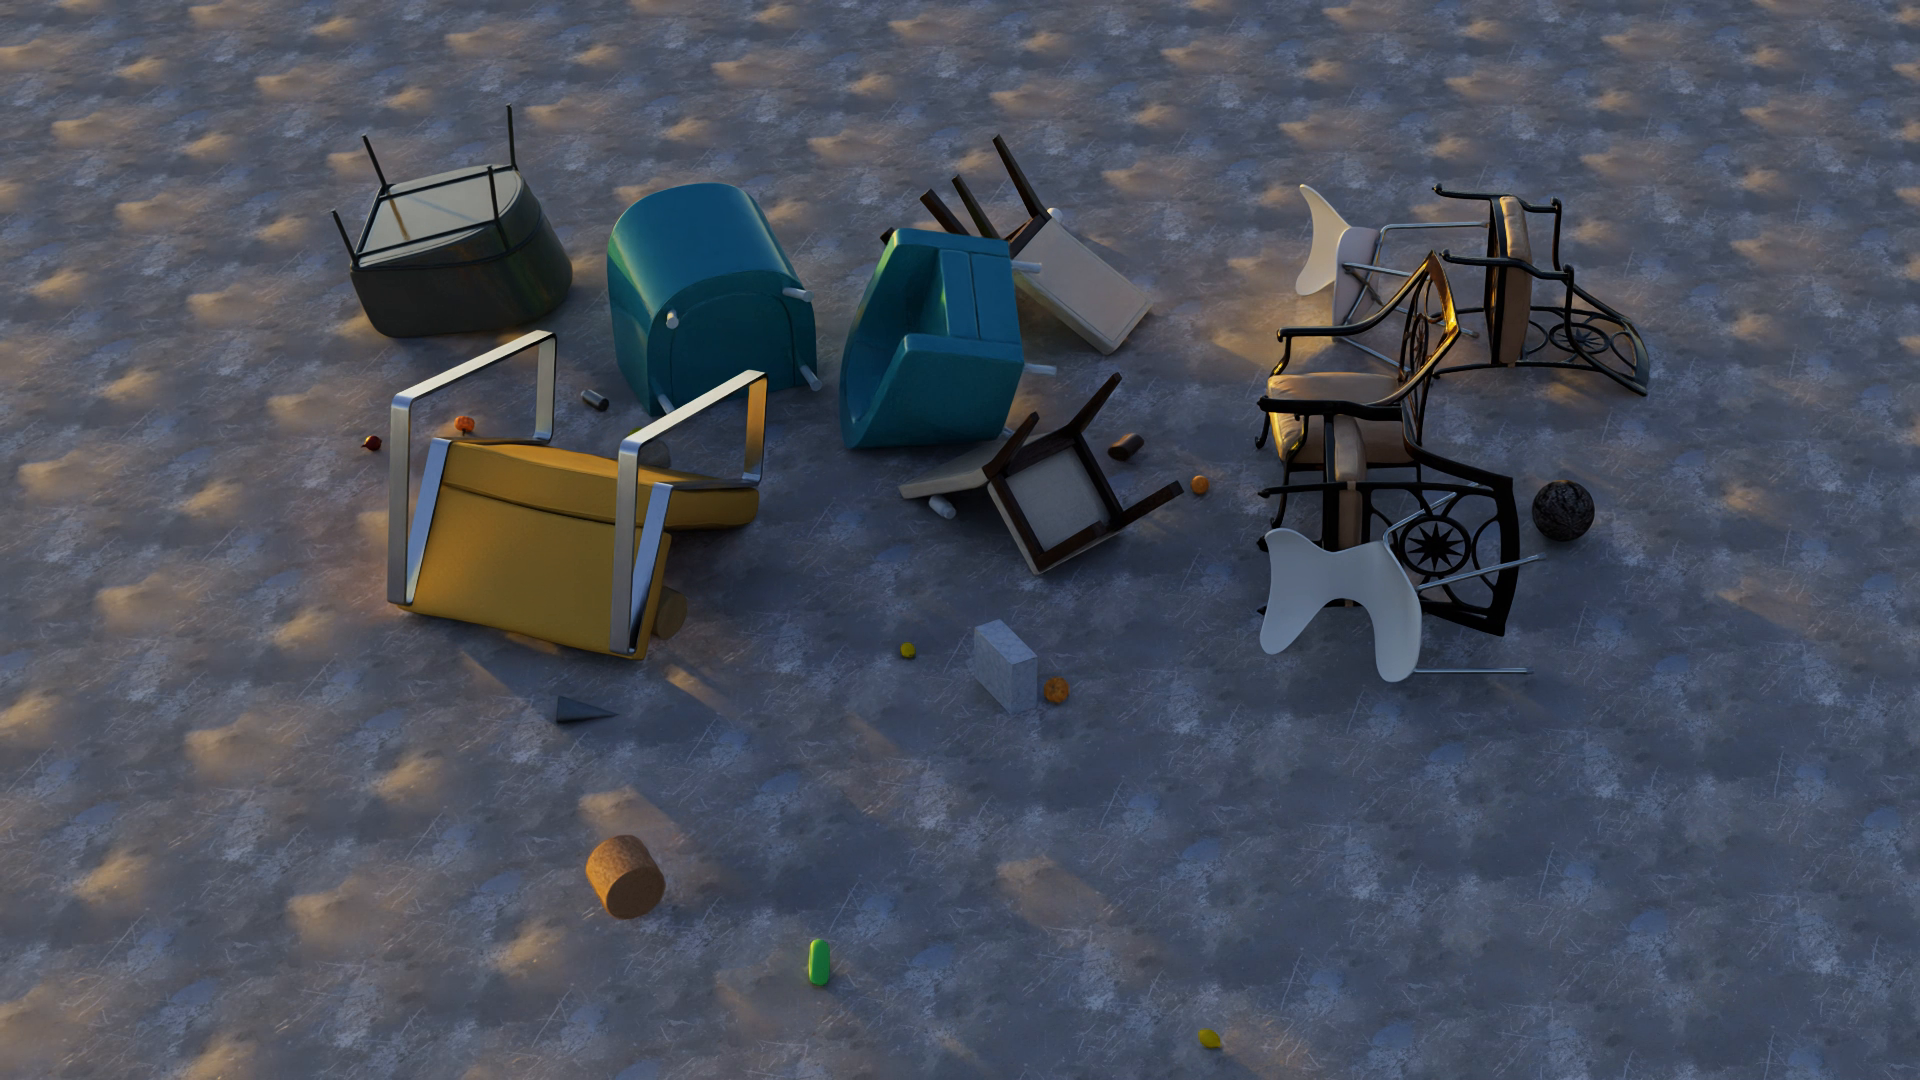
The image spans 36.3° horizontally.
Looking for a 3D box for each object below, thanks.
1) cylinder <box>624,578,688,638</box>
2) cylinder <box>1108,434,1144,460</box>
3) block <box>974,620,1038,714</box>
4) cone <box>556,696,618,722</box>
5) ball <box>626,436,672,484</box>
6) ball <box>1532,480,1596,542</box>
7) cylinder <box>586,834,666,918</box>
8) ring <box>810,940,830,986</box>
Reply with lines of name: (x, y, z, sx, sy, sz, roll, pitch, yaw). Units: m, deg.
cylinder: (-1.081, 0.243, 10.423, 0.156, 0.172, 0.162, 22, -3, 30)
cylinder: (0.648, -0.361, 11.431, 0.100, 0.064, 0.112, 3, 29, 38)
block: (0.157, 0.436, 10.091, 0.102, 0.211, 0.255, -17, 37, -24)
cone: (-1.268, 0.587, 10.019, 0.215, 0.078, 0.115, 6, 31, -9)
ball: (-1.193, -0.307, 11.250, 0.177, 0.177, 0.177, 0, 33, 0)
ball: (2.243, -0.109, 10.901, 0.230, 0.230, 0.230, 0, 33, 0)
cylinder: (-1.045, 1.053, 9.172, 0.199, 0.189, 0.177, -39, 41, -2)
ring: (-0.428, 1.287, 8.935, 0.057, 0.062, 0.180, 7, 39, -9)
